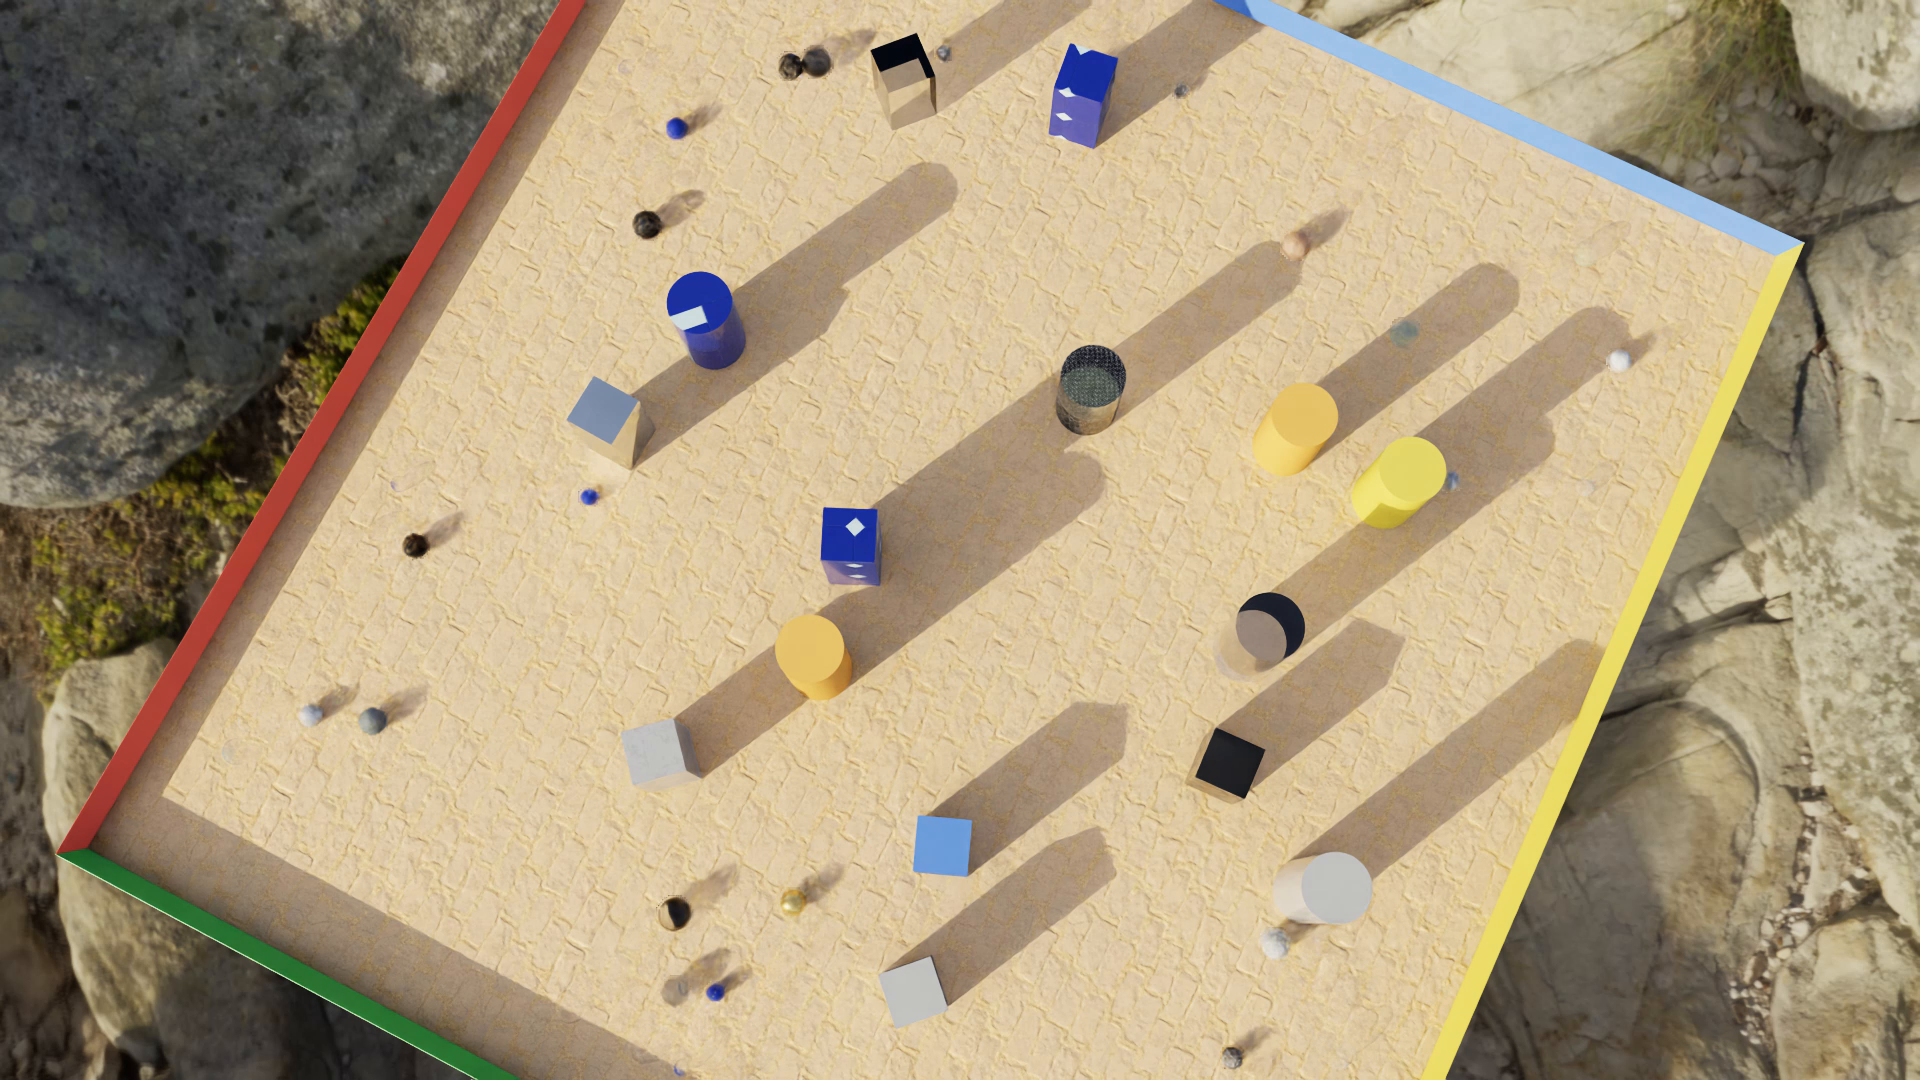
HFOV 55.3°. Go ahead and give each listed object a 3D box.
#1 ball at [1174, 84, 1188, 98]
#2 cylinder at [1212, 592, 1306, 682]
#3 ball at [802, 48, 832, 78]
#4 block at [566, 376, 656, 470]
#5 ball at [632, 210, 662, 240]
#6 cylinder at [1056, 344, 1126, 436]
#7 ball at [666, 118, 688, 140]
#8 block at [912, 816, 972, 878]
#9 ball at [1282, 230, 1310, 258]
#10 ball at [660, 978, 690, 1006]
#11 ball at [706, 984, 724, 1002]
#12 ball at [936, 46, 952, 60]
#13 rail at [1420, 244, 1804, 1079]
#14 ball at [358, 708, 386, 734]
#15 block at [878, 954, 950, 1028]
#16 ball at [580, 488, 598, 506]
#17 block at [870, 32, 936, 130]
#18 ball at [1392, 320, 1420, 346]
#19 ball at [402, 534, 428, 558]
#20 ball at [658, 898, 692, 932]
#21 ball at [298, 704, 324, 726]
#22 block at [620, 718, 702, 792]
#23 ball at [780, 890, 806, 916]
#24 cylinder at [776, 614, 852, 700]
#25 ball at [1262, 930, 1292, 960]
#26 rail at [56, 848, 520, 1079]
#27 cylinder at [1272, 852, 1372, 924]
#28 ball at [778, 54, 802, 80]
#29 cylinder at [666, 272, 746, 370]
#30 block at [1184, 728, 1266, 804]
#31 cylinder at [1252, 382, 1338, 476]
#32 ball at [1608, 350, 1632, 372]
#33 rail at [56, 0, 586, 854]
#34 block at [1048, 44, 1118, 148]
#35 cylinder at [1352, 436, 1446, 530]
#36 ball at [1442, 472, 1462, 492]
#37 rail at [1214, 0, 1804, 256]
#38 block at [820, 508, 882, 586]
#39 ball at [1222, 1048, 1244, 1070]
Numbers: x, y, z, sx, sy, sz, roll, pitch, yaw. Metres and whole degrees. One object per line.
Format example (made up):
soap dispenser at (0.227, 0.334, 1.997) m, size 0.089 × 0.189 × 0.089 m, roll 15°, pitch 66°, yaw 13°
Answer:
ball at (0.712, -1.443, 5.893) m, size 0.043 × 0.043 × 0.043 m, roll 0°, pitch 78°, yaw 0°
cylinder at (0.860, 0.288, 5.313) m, size 0.193 × 0.477 × 0.193 m, roll 0°, pitch 78°, yaw 0°
ball at (-0.458, -1.532, 5.885) m, size 0.095 × 0.095 × 0.095 m, roll 0°, pitch 78°, yaw 0°
block at (-1.047, -0.348, 5.524) m, size 0.155 × 0.322 × 0.155 m, roll 29°, pitch 80°, yaw 6°
ball at (-0.988, -0.994, 5.776) m, size 0.089 × 0.089 × 0.089 m, roll 0°, pitch 78°, yaw 0°
cylinder at (0.393, -0.450, 5.547) m, size 0.193 × 0.319 × 0.193 m, roll 0°, pitch 78°, yaw 0°
ball at (-0.905, -1.313, 5.852) m, size 0.071 × 0.071 × 0.071 m, roll 0°, pitch 78°, yaw 0°
block at (-0.050, 0.888, 5.304) m, size 0.155 × 0.253 × 0.155 m, roll 5°, pitch 78°, yaw 1°
ball at (1.058, -0.928, 5.763) m, size 0.088 × 0.088 × 0.088 m, roll 0°, pitch 78°, yaw 0°
ball at (-0.824, 1.308, 5.304) m, size 0.082 × 0.082 × 0.082 m, roll 0°, pitch 78°, yaw 0°
ball at (-0.709, 1.315, 5.318) m, size 0.052 × 0.052 × 0.052 m, roll 0°, pitch 78°, yaw 0°
ball at (-0.052, -1.572, 5.918) m, size 0.047 × 0.047 × 0.047 m, roll 0°, pitch 78°, yaw 0°
rail at (1.699, 0.839, 5.378) m, size 0.045 × 0.126 × 4.015 m, roll 26°, pitch 80°, yaw 5°
ball at (-1.751, 0.541, 5.463) m, size 0.081 × 0.081 × 0.081 m, roll 0°, pitch 78°, yaw 0°
block at (-0.130, 1.283, 5.215) m, size 0.155 × 0.267 × 0.155 m, roll -19°, pitch 79°, yaw -4°
ball at (-1.137, -0.132, 5.617) m, size 0.053 × 0.053 × 0.053 m, roll 0°, pitch 78°, yaw 0°
block at (-0.176, -1.440, 5.774) m, size 0.155 × 0.276 × 0.155 m, roll -21°, pitch 79°, yaw -4°
ball at (1.387, -0.645, 5.708) m, size 0.083 × 0.083 × 0.083 m, roll 0°, pitch 78°, yaw 0°
ball at (-1.658, 0.019, 5.574) m, size 0.075 × 0.075 × 0.075 m, roll 0°, pitch 78°, yaw 0°
ball at (-0.831, 1.091, 5.341) m, size 0.097 × 0.097 × 0.097 m, roll 0°, pitch 78°, yaw 0°
ball at (-1.939, 0.524, 5.473) m, size 0.069 × 0.069 × 0.069 m, roll 0°, pitch 78°, yaw 0°
block at (-0.866, 0.628, 5.323) m, size 0.155 × 0.320 × 0.155 m, roll -15°, pitch 79°, yaw -3°
ball at (-0.488, 1.060, 5.357) m, size 0.078 × 0.078 × 0.078 m, roll 0°, pitch 78°, yaw 0°
cylinder at (-0.421, 0.346, 5.332) m, size 0.193 × 0.417 × 0.193 m, roll 0°, pitch 78°, yaw 0°
ball at (0.919, 1.176, 5.329) m, size 0.087 × 0.087 × 0.087 m, roll 0°, pitch 78°, yaw 0°
rail at (-0.887, 1.744, 5.190) m, size 3.847 × 0.126 × 0.045 m, roll 26°, pitch 80°, yaw 5°
cylinder at (1.018, 0.986, 5.175) m, size 0.193 × 0.464 × 0.193 m, roll 0°, pitch 78°, yaw 0°
ball at (-0.546, -1.521, 5.890) m, size 0.081 × 0.081 × 0.081 m, roll 0°, pitch 78°, yaw 0°
cylinder at (-0.768, -0.663, 5.571) m, size 0.193 × 0.358 × 0.193 m, roll 0°, pitch 78°, yaw 0°
block at (0.771, 0.662, 5.348) m, size 0.155 × 0.258 × 0.155 m, roll 24°, pitch 79°, yaw 5°
cylinder at (1.002, -0.328, 5.501) m, size 0.193 × 0.359 × 0.193 m, roll 0°, pitch 78°, yaw 0°
ball at (2.053, -0.557, 5.697) m, size 0.068 × 0.068 × 0.068 m, roll 0°, pitch 78°, yaw 0°
rail at (-1.699, -0.825, 5.722) m, size 0.045 × 0.126 × 4.015 m, roll 26°, pitch 80°, yaw 5°
block at (0.383, -1.384, 5.730) m, size 0.155 × 0.338 × 0.155 m, roll 19°, pitch 79°, yaw 4°
cylinder at (1.303, -0.166, 5.459) m, size 0.193 × 0.375 × 0.193 m, roll 0°, pitch 78°, yaw 0°
ball at (1.507, -0.180, 5.623) m, size 0.060 × 0.060 × 0.060 m, roll 0°, pitch 78°, yaw 0°
rail at (0.887, -1.731, 5.910) m, size 3.847 × 0.126 × 0.045 m, roll 26°, pitch 80°, yaw 5°
block at (-0.317, 0.023, 5.417) m, size 0.155 × 0.380 × 0.155 m, roll 2°, pitch 78°, yaw 0°
ball at (0.785, 1.492, 5.276) m, size 0.062 × 0.062 × 0.062 m, roll 0°, pitch 78°, yaw 0°
